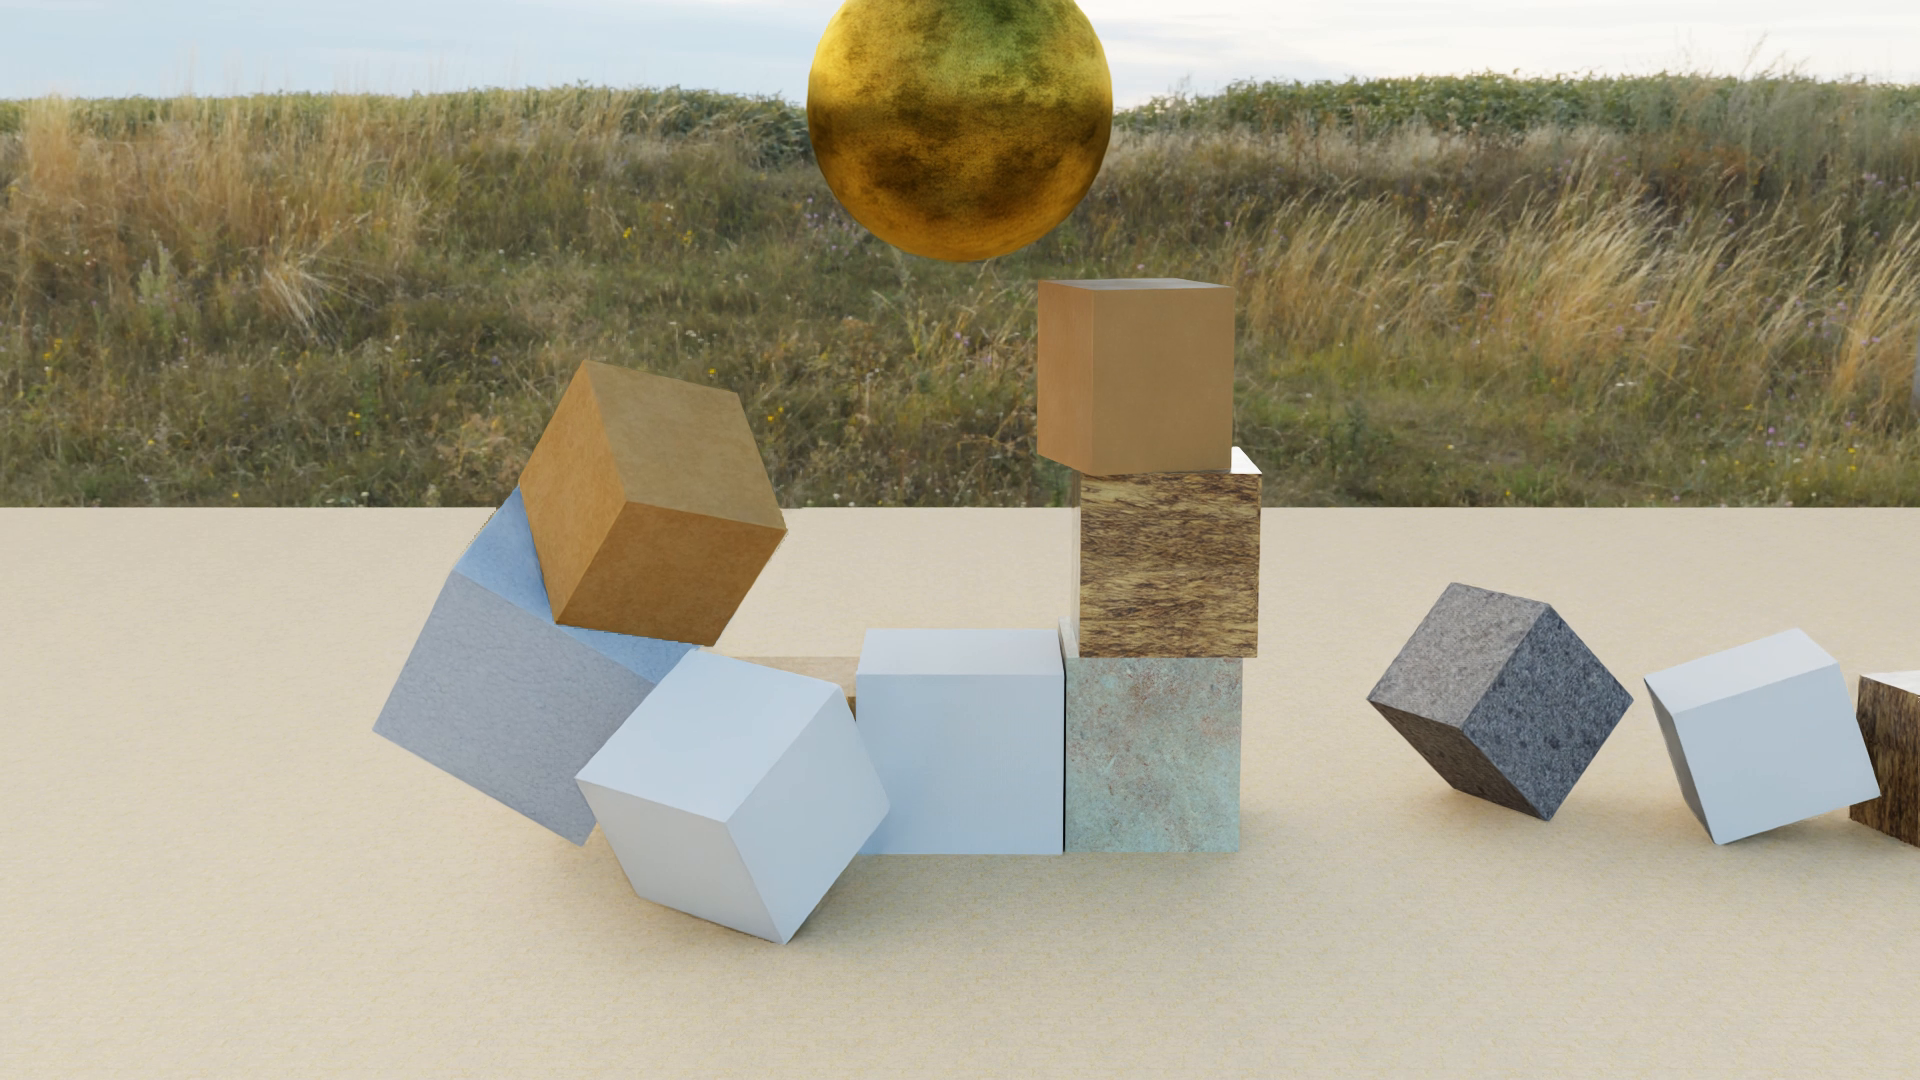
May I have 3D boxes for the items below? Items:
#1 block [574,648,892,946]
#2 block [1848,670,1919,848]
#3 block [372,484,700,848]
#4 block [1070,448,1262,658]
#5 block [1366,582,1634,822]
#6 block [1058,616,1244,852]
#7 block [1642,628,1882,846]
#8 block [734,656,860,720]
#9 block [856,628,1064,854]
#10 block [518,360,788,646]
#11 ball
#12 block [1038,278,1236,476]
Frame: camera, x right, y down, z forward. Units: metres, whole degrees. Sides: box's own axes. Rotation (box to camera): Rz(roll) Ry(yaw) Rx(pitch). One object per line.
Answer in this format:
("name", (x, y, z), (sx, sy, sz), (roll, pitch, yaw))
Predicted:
("block", (-1.014, 1.149, 9.982), (0.894, 0.791, 0.871), (11, 46, 35))
("block", (5.174, 1.116, 11.273), (0.851, 0.771, 0.693), (-3, 11, -17))
("block", (-2.032, 0.558, 11.194), (1.196, 1.138, 1.160), (30, 31, -5))
("block", (1.024, 0.045, 11.171), (0.874, 0.916, 0.924), (0, 10, 0))
("block", (2.852, 0.842, 11.638), (0.824, 0.809, 0.773), (44, -12, -25))
("block", (0.958, 0.984, 11.359), (0.866, 1.000, 0.949), (0, 10, 0))
("block", (4.119, 1.001, 11.356), (0.834, 0.721, 0.798), (-19, 7, 10))
("block", (-0.967, 1.088, 11.389), (0.888, 0.784, 0.866), (0, 10, -1))
("block", (0.006, 1.021, 11.378), (1.021, 0.920, 1.021), (0, 10, 1))
("block", (-1.519, -0.173, 10.745), (0.850, 0.823, 0.995), (11, 39, -34))
("ball", (0.000, -2.251, 11.442), (1.600, 1.600, 1.600), (0, 10, 0))
("block", (0.863, -0.831, 10.950), (0.733, 0.887, 0.784), (-3, 11, -17))
